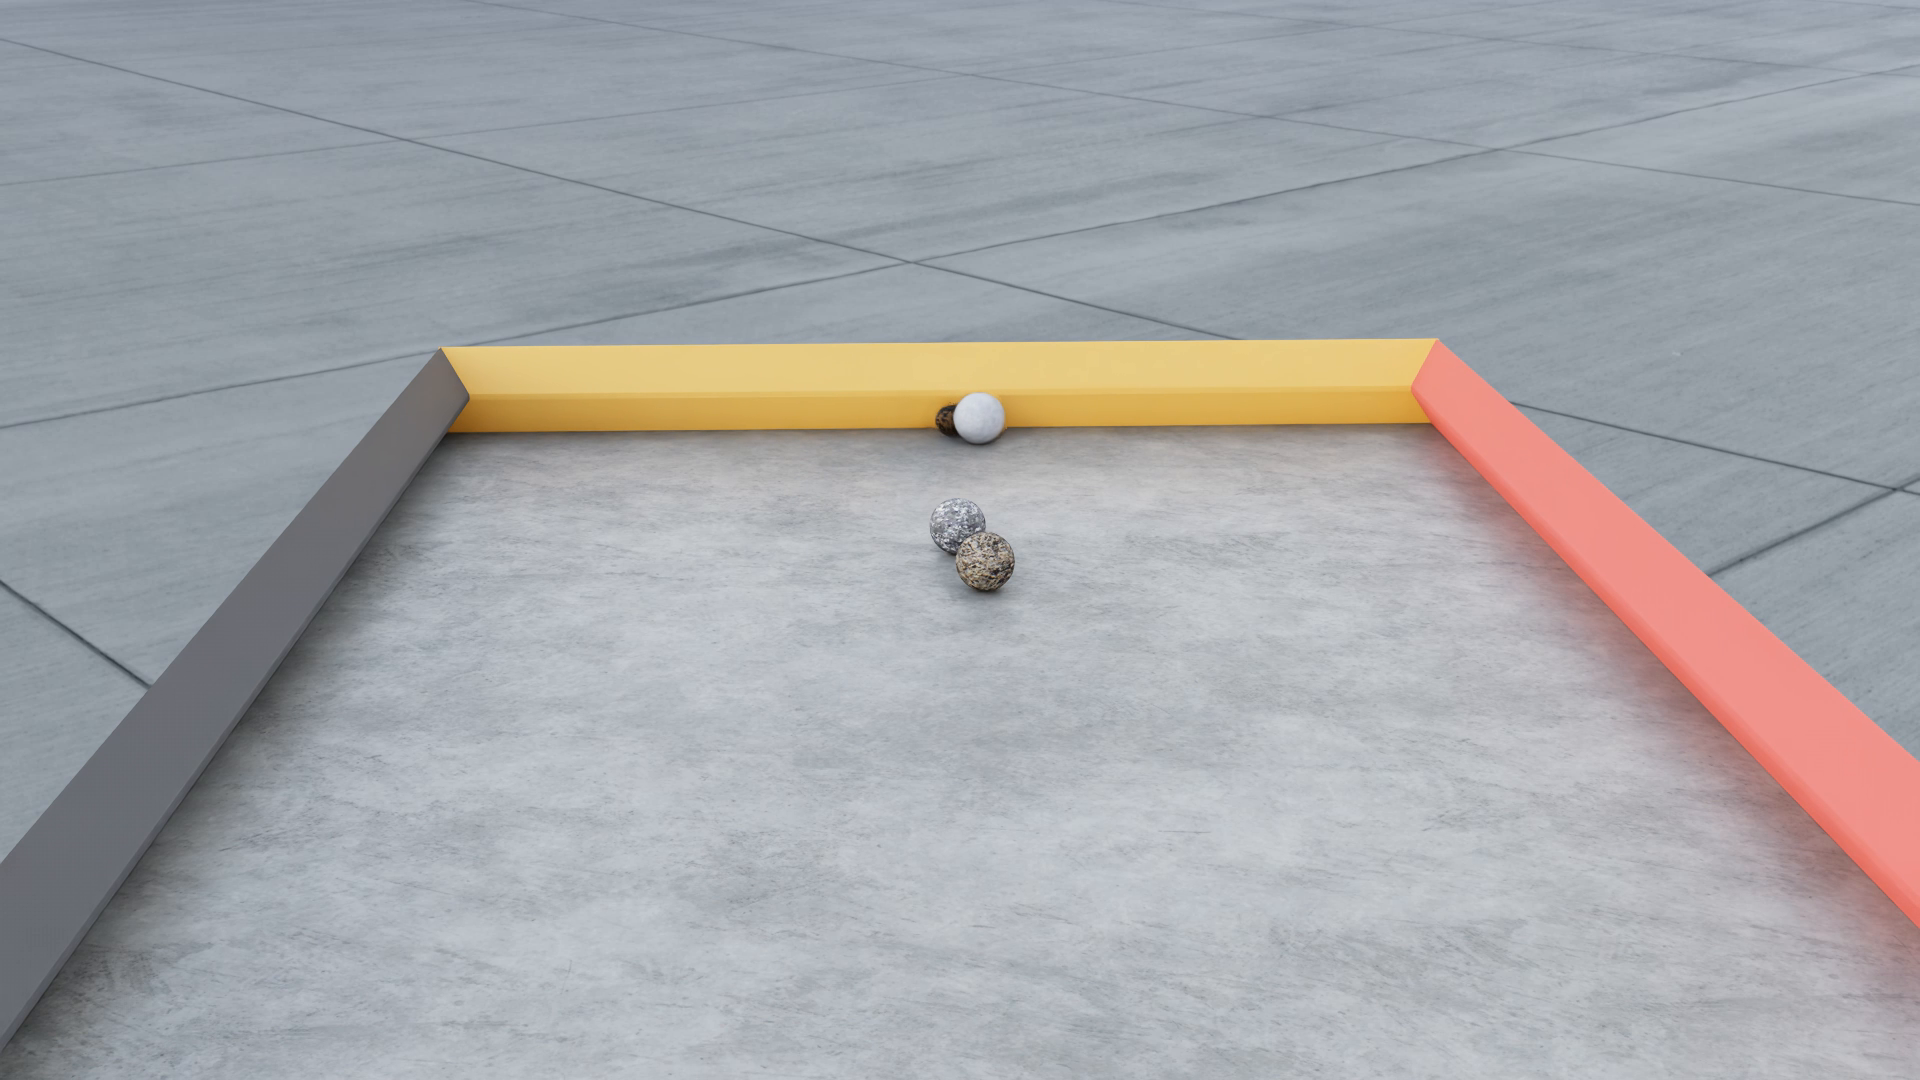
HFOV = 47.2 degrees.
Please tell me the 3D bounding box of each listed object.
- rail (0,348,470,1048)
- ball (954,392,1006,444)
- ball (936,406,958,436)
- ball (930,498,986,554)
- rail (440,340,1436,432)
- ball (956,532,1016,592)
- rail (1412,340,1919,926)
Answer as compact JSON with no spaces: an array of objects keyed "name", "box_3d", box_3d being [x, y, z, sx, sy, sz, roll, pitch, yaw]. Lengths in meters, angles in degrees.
[{"name":"rail","box_3d":[-0.653,0.169,1.886,0.045,0.121,2.512,-1,18,-2]},{"name":"ball","box_3d":[0.028,-0.168,3.031,0.072,0.072,0.072,0,18,0]},{"name":"ball","box_3d":[-0.013,-0.167,3.076,0.043,0.043,0.043,0,18,0]},{"name":"ball","box_3d":[-0.003,-0.016,2.562,0.066,0.066,0.066,0,18,0]},{"name":"rail","box_3d":[-0.023,-0.212,3.085,1.404,0.121,0.045,-1,18,-2]},{"name":"ball","box_3d":[0.028,0.024,2.436,0.066,0.066,0.066,0,18,0]},{"name":"rail","box_3d":[0.702,0.153,1.936,0.045,0.121,2.512,-1,18,-2]}]
